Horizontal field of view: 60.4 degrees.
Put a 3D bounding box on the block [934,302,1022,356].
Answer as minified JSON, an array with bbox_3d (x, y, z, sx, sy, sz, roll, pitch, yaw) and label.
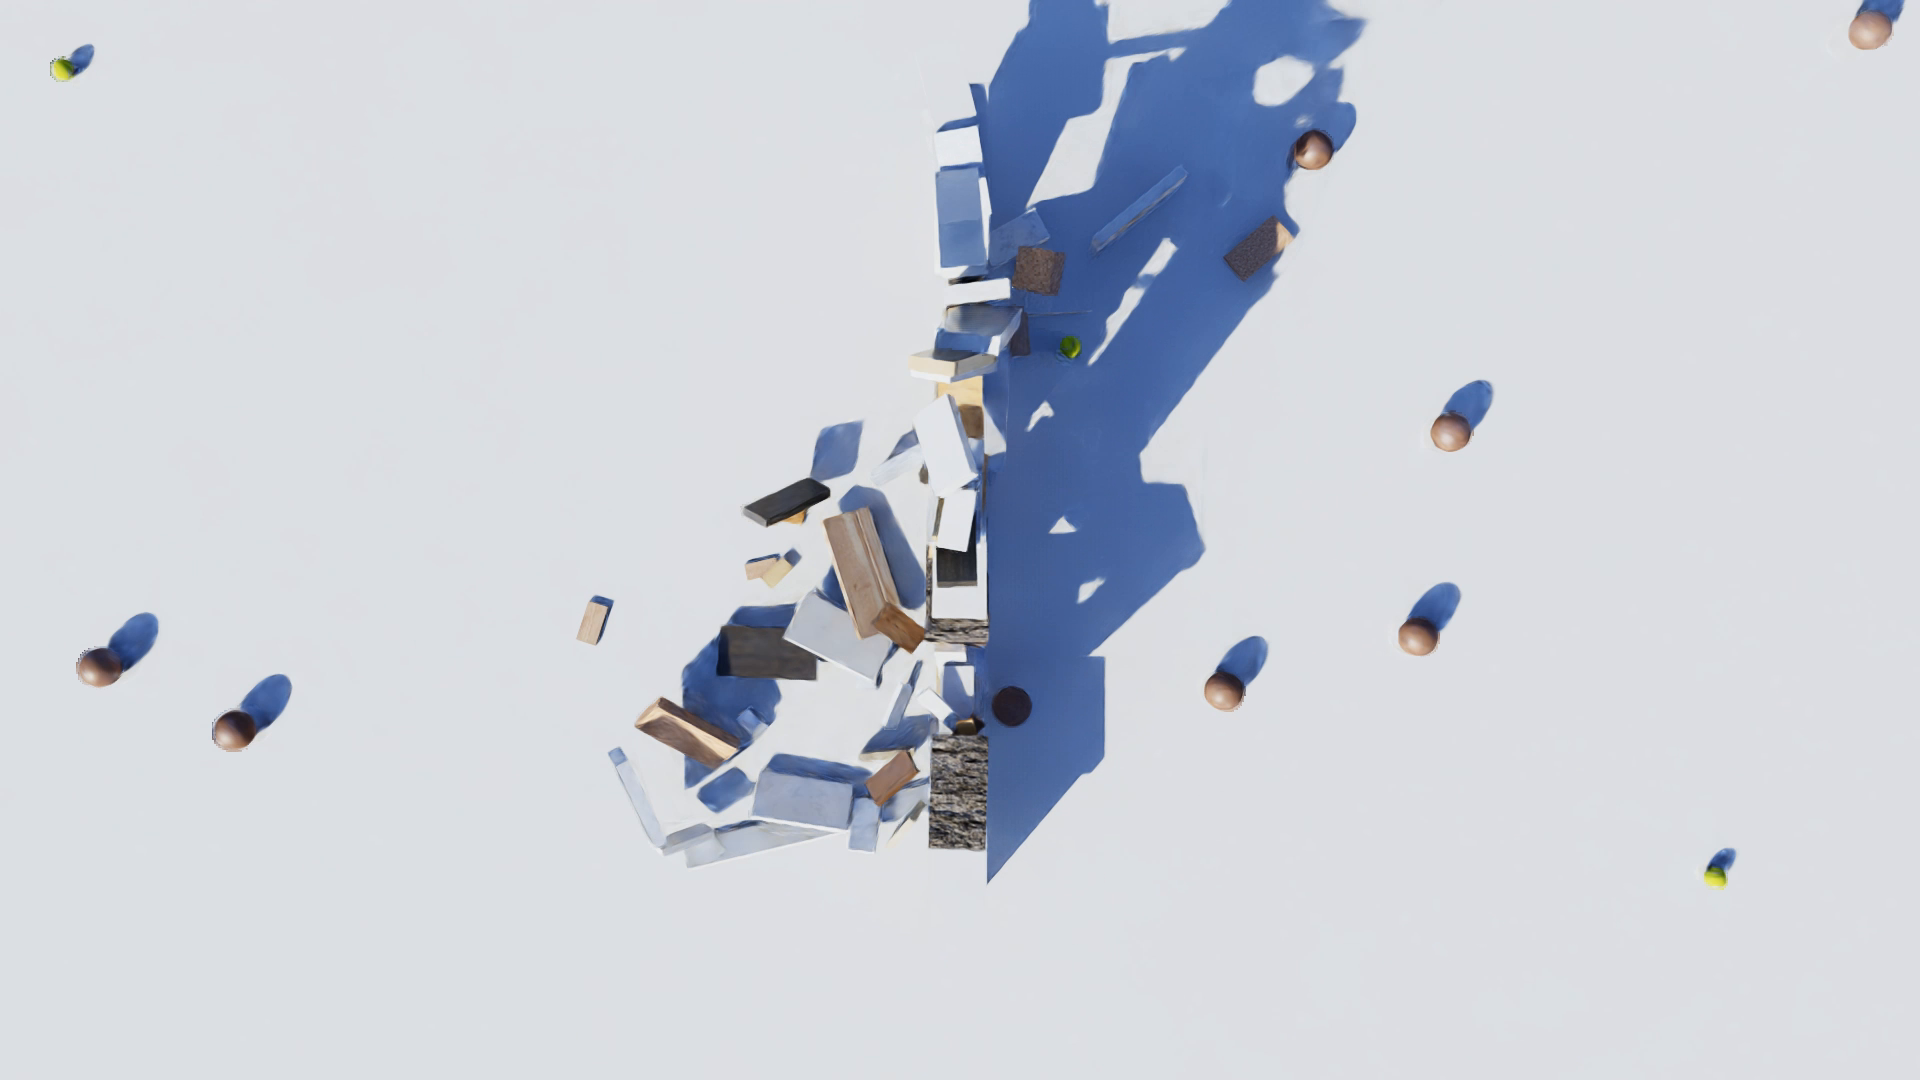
[{"bbox_3d":[0.053,-0.589,4.576,0.178,0.356,0.050,7,112,9],"label":"block"}]

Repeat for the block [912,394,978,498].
[{"bbox_3d":[-0.039,-0.247,4.326,0.124,0.035,0.247,-33,59,29],"label":"block"}]

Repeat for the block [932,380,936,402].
[{"bbox_3d":[-0.003,-0.354,5.146,0.165,0.047,0.330,0,90,0],"label":"block"}]

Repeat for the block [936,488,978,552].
[{"bbox_3d":[-0.008,-0.056,4.336,0.081,0.023,0.161,10,94,4],"label":"block"}]

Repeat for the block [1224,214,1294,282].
[{"bbox_3d":[0.993,-0.970,5.485,0.214,0.030,0.107,-41,90,0],"label":"block"}]

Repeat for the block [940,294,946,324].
[{"bbox_3d":[0.000,-0.650,5.232,0.125,0.035,0.250,0,90,0],"label":"block"}]

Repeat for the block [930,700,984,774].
[{"bbox_3d":[-0.007,0.638,5.051,0.167,0.047,0.333,1,47,0],"label":"block"}]

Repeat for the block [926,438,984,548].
[{"bbox_3d":[-0.013,-0.132,4.524,0.148,0.042,0.296,2,76,0],"label":"block"}]

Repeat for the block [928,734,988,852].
[{"bbox_3d":[-0.004,0.743,4.852,0.166,0.047,0.333,2,76,0],"label":"block"}]

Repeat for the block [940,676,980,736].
[{"bbox_3d":[-0.001,0.534,5.009,0.123,0.035,0.247,0,69,0],"label":"block"}]

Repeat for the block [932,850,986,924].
[{"bbox_3d":[-0.001,1.023,5.140,0.168,0.048,0.336,0,90,0],"label":"block"}]

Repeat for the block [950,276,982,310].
[{"bbox_3d":[0.015,-0.741,4.989,0.086,0.024,0.329,9,110,10],"label":"block"}]

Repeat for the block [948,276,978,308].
[{"bbox_3d":[0.008,-0.780,4.898,0.086,0.024,0.173,-1,87,21],"label":"block"}]

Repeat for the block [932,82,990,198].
[{"bbox_3d":[0.003,-1.254,5.182,0.175,0.049,0.349,0,92,0],"label":"block"}]

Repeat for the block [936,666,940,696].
[{"bbox_3d":[-0.004,0.500,5.202,0.139,0.039,0.278,0,90,0],"label":"block"}]

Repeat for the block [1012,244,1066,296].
[{"bbox_3d":[0.254,-0.878,5.354,0.038,0.268,0.134,6,101,-26],"label":"block"}]

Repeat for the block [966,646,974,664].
[{"bbox_3d":[-0.008,0.280,5.067,0.099,0.028,0.199,1,83,0],"label":"block"}]

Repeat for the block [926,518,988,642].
[{"bbox_3d":[-0.008,0.110,4.641,0.176,0.050,0.351,0,72,0],"label":"block"}]

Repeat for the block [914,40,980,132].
[{"bbox_3d":[-0.041,-1.405,5.133,0.136,0.039,0.273,-15,92,0],"label":"block"}]

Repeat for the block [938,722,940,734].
[{"bbox_3d":[-0.002,0.517,5.091,0.123,0.035,0.255,1,53,0],"label":"block"}]

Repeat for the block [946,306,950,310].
[{"bbox_3d":[-0.005,-0.709,5.156,0.071,0.142,0.020,0,134,0],"label":"block"}]

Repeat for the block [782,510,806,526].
[{"bbox_3d":[-0.569,-0.084,5.493,0.101,0.014,0.050,12,90,0],"label":"block"}]

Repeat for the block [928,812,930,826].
[{"bbox_3d":[-0.009,0.790,5.102,0.166,0.502,0.047,1,105,0],"label":"block"}]

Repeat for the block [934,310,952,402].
[{"bbox_3d":[0.001,-0.527,4.854,0.129,0.037,0.288,5,99,-9],"label":"block"}]

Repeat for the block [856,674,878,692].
[{"bbox_3d":[-0.316,0.435,5.490,0.067,0.019,0.134,-6,90,0],"label":"block"}]

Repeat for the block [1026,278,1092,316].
[{"bbox_3d":[0.328,-0.808,5.485,0.214,0.030,0.107,-4,90,0],"label":"block"}]

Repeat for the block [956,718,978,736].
[{"bbox_3d":[0.027,0.583,4.922,0.050,0.014,0.101,-15,111,7],"label":"block"}]

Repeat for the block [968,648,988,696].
[{"bbox_3d":[0.015,0.366,5.114,0.123,0.035,0.247,-6,69,0],"label":"block"}]

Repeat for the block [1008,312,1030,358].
[{"bbox_3d":[0.194,-0.683,5.490,0.071,0.020,0.142,-5,90,0],"label":"block"}]

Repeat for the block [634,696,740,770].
[{"bbox_3d":[-0.887,0.632,5.379,0.309,0.044,0.154,32,131,-22],"label":"block"}]

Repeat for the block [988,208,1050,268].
[{"bbox_3d":[0.179,-1.004,5.485,0.214,0.030,0.107,-29,90,0],"label":"block"}]

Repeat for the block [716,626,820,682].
[{"bbox_3d":[-0.631,0.375,5.448,0.328,0.047,0.164,3,81,4],"label":"block"}]

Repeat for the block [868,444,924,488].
[{"bbox_3d":[-0.192,-0.251,5.444,0.214,0.107,0.030,-28,74,0],"label":"block"}]

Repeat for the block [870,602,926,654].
[{"bbox_3d":[-0.192,0.282,5.286,0.183,0.026,0.091,39,89,-35],"label":"block"}]

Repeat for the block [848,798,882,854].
[{"bbox_3d":[-0.311,0.939,5.421,0.089,0.025,0.177,3,63,8],"label":"block"}]

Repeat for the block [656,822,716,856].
[{"bbox_3d":[-0.901,0.977,5.383,0.182,0.091,0.026,-17,109,-28],"label":"block"}]
